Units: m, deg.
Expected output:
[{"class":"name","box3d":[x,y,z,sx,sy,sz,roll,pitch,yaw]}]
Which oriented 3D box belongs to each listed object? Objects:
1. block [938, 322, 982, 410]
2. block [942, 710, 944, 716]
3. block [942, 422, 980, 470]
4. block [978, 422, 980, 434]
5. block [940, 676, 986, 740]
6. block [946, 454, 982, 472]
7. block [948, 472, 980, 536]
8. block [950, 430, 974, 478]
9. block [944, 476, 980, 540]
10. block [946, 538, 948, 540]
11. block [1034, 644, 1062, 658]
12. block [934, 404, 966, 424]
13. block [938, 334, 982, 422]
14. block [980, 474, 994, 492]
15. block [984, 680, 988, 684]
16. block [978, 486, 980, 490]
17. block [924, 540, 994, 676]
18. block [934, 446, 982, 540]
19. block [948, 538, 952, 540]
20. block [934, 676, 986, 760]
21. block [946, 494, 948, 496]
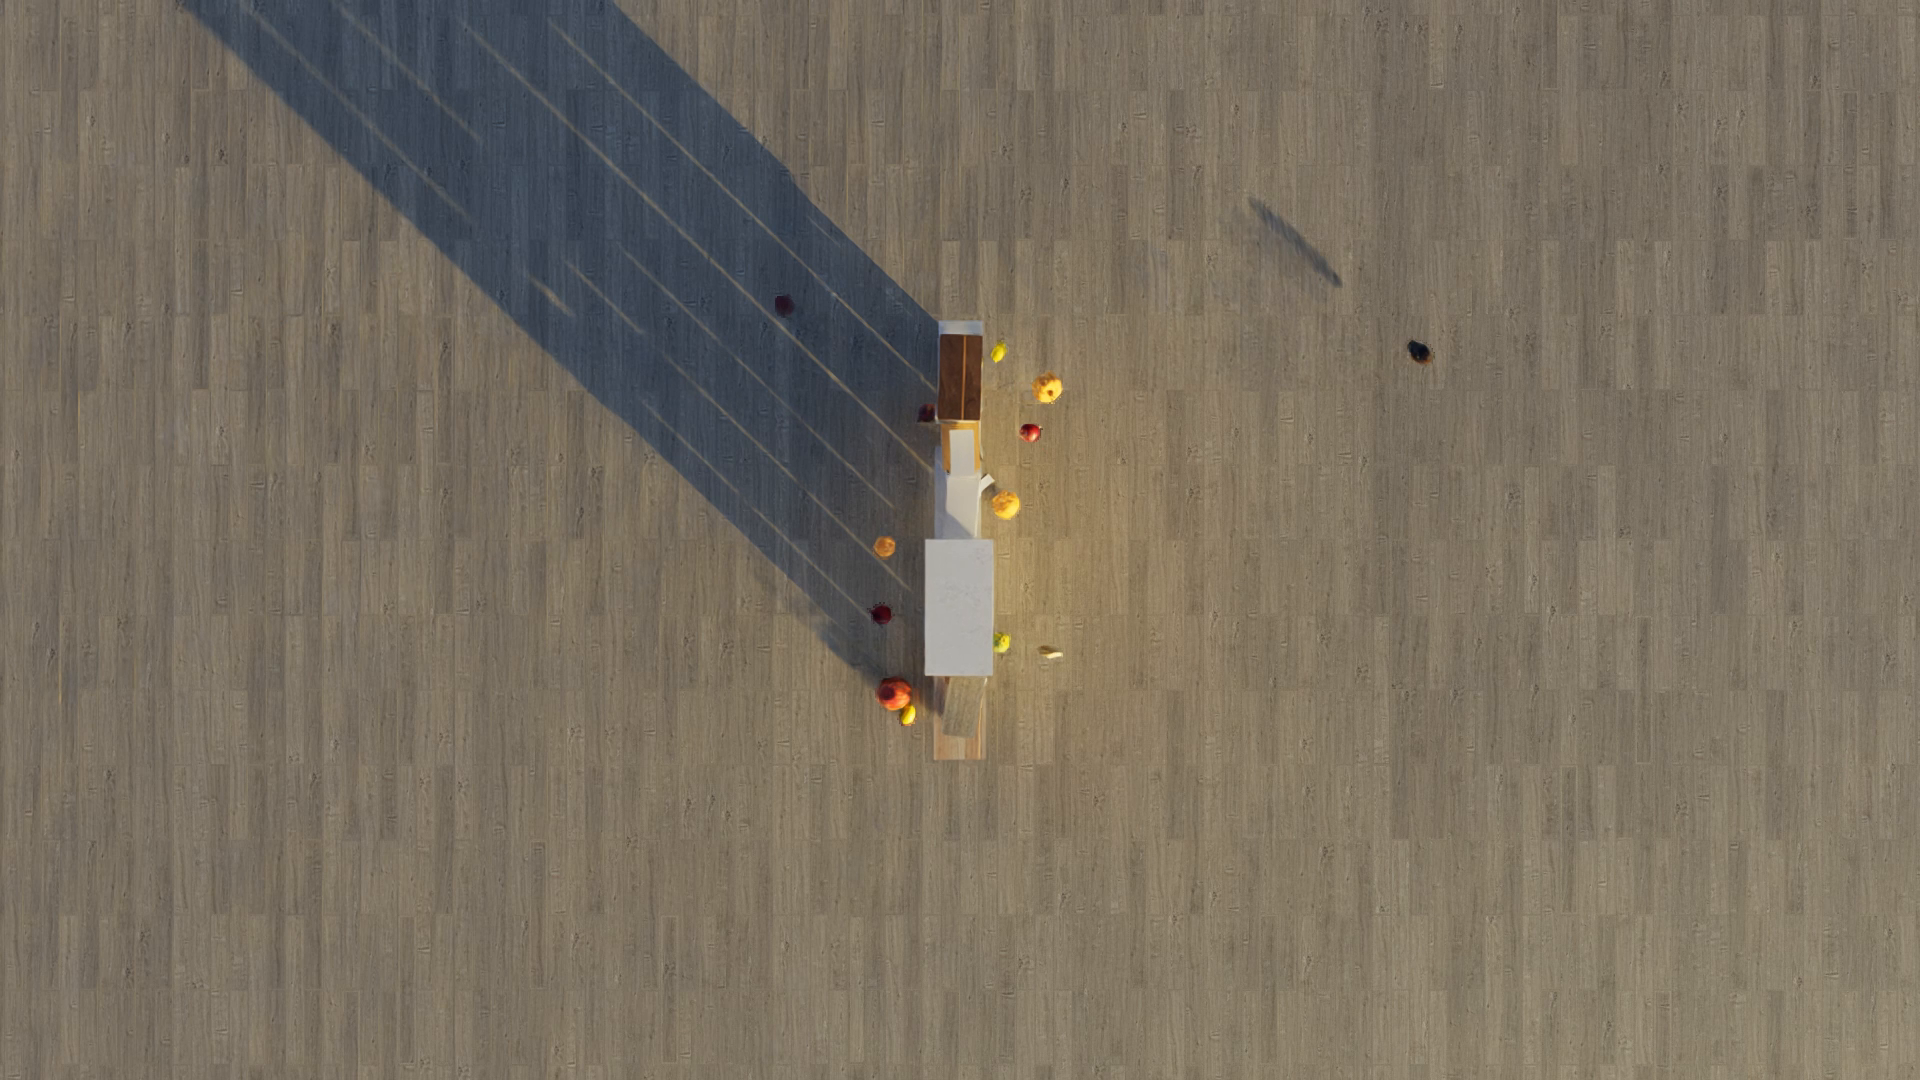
[{"class":"block","box3d":[0.002,-0.522,4.941,0.131,0.037,0.263,0,90,0]},{"class":"block","box3d":[-0.004,0.515,4.725,0.095,0.307,0.027,-1,90,0]},{"class":"block","box3d":[0.001,-0.306,4.696,0.106,0.030,0.212,-2,90,0]},{"class":"block","box3d":[0.003,-0.420,5.240,0.122,0.034,0.243,0,90,0]},{"class":"block","box3d":[0.009,0.448,4.557,0.095,0.027,0.191,10,91,0]},{"class":"block","box3d":[0.009,-0.229,4.845,0.106,0.268,0.030,-18,90,0]},{"class":"block","box3d":[0.008,-0.106,4.784,0.091,0.026,0.182,4,91,0]},{"class":"block","box3d":[0.006,-0.238,4.540,0.065,0.018,0.131,-2,90,-1]},{"class":"block","box3d":[0.004,-0.087,4.587,0.085,0.024,0.171,5,90,0]},{"class":"block","box3d":[-0.004,-0.020,5.007,0.074,0.021,0.148,0,90,0]},{"class":"block","box3d":[0.272,0.342,5.068,0.051,0.136,0.014,27,97,18]},{"class":"block","box3d":[-0.012,-0.350,4.566,0.114,0.229,0.032,-2,89,0]},{"class":"block","box3d":[0.001,-0.436,4.435,0.114,0.032,0.229,2,90,0]},{"class":"block","box3d":[0.054,-0.156,4.888,0.091,0.182,0.026,-41,93,0]},{"class":"block","box3d":[0.015,0.361,4.672,0.027,0.191,0.095,-39,100,-11]},{"class":"block","box3d":[0.010,-0.143,4.684,0.085,0.171,0.024,4,92,0]},{"class":"block","box3d":[-0.002,0.176,4.337,0.178,0.050,0.356,0,90,0]},{"class":"block","box3d":[-0.005,-0.146,5.186,0.147,0.042,0.293,0,90,0]},{"class":"block","box3d":[0.002,0.062,4.750,0.076,0.022,0.152,-1,90,0]},{"class":"block","box3d":[-0.001,0.495,4.901,0.154,0.044,0.308,0,90,0]},{"class":"block","box3d":[0.001,-0.125,5.084,0.081,0.163,0.023,0,90,0]}]
